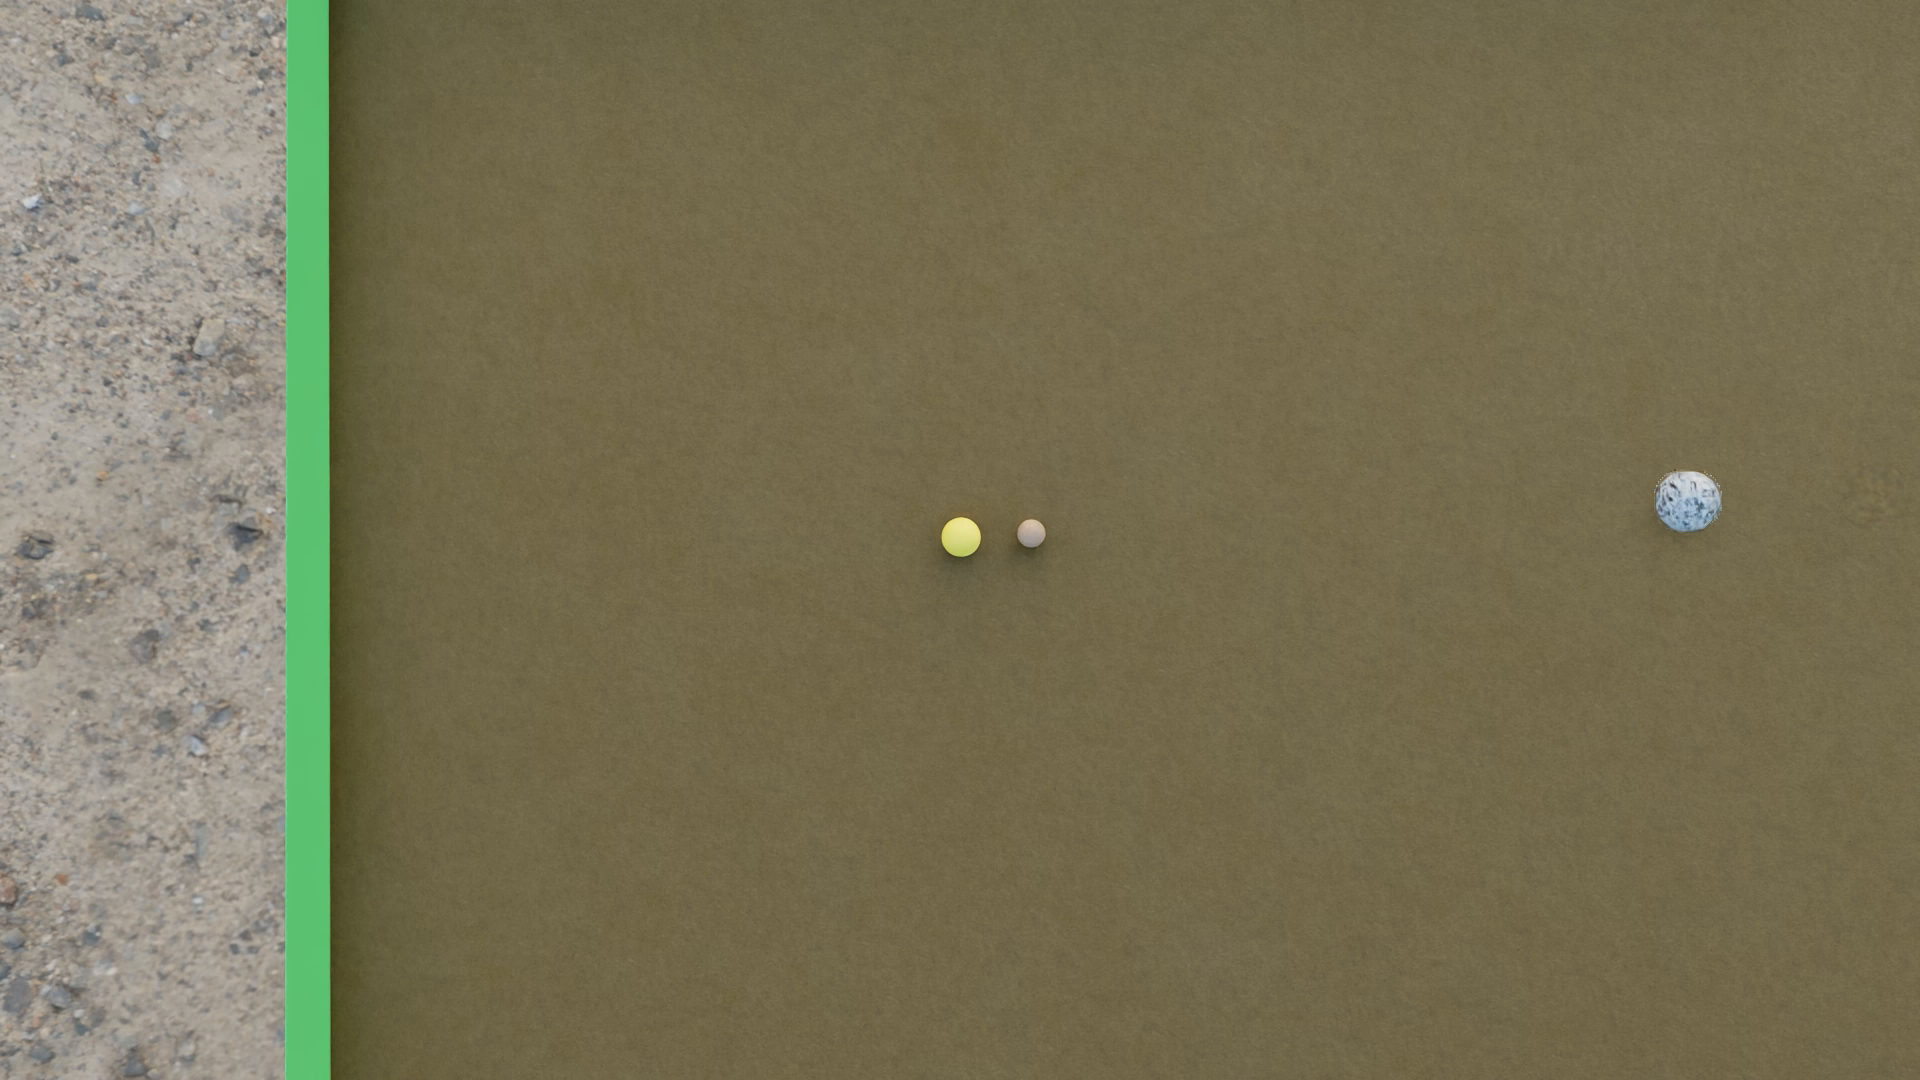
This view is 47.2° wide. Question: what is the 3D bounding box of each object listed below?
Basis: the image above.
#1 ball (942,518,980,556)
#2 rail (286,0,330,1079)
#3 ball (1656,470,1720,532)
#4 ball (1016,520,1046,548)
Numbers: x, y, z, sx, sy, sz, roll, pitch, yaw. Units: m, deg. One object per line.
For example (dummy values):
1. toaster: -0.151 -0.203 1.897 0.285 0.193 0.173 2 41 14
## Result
1. ball: 0.002 -0.004 3.273 0.059 0.059 0.059 0 82 0
2. rail: -0.951 0.034 3.236 0.045 0.119 2.166 -2 82 0
3. ball: 1.080 -0.057 3.264 0.092 0.092 0.092 0 82 0
4. ball: 0.106 -0.010 3.282 0.043 0.043 0.043 0 82 0
